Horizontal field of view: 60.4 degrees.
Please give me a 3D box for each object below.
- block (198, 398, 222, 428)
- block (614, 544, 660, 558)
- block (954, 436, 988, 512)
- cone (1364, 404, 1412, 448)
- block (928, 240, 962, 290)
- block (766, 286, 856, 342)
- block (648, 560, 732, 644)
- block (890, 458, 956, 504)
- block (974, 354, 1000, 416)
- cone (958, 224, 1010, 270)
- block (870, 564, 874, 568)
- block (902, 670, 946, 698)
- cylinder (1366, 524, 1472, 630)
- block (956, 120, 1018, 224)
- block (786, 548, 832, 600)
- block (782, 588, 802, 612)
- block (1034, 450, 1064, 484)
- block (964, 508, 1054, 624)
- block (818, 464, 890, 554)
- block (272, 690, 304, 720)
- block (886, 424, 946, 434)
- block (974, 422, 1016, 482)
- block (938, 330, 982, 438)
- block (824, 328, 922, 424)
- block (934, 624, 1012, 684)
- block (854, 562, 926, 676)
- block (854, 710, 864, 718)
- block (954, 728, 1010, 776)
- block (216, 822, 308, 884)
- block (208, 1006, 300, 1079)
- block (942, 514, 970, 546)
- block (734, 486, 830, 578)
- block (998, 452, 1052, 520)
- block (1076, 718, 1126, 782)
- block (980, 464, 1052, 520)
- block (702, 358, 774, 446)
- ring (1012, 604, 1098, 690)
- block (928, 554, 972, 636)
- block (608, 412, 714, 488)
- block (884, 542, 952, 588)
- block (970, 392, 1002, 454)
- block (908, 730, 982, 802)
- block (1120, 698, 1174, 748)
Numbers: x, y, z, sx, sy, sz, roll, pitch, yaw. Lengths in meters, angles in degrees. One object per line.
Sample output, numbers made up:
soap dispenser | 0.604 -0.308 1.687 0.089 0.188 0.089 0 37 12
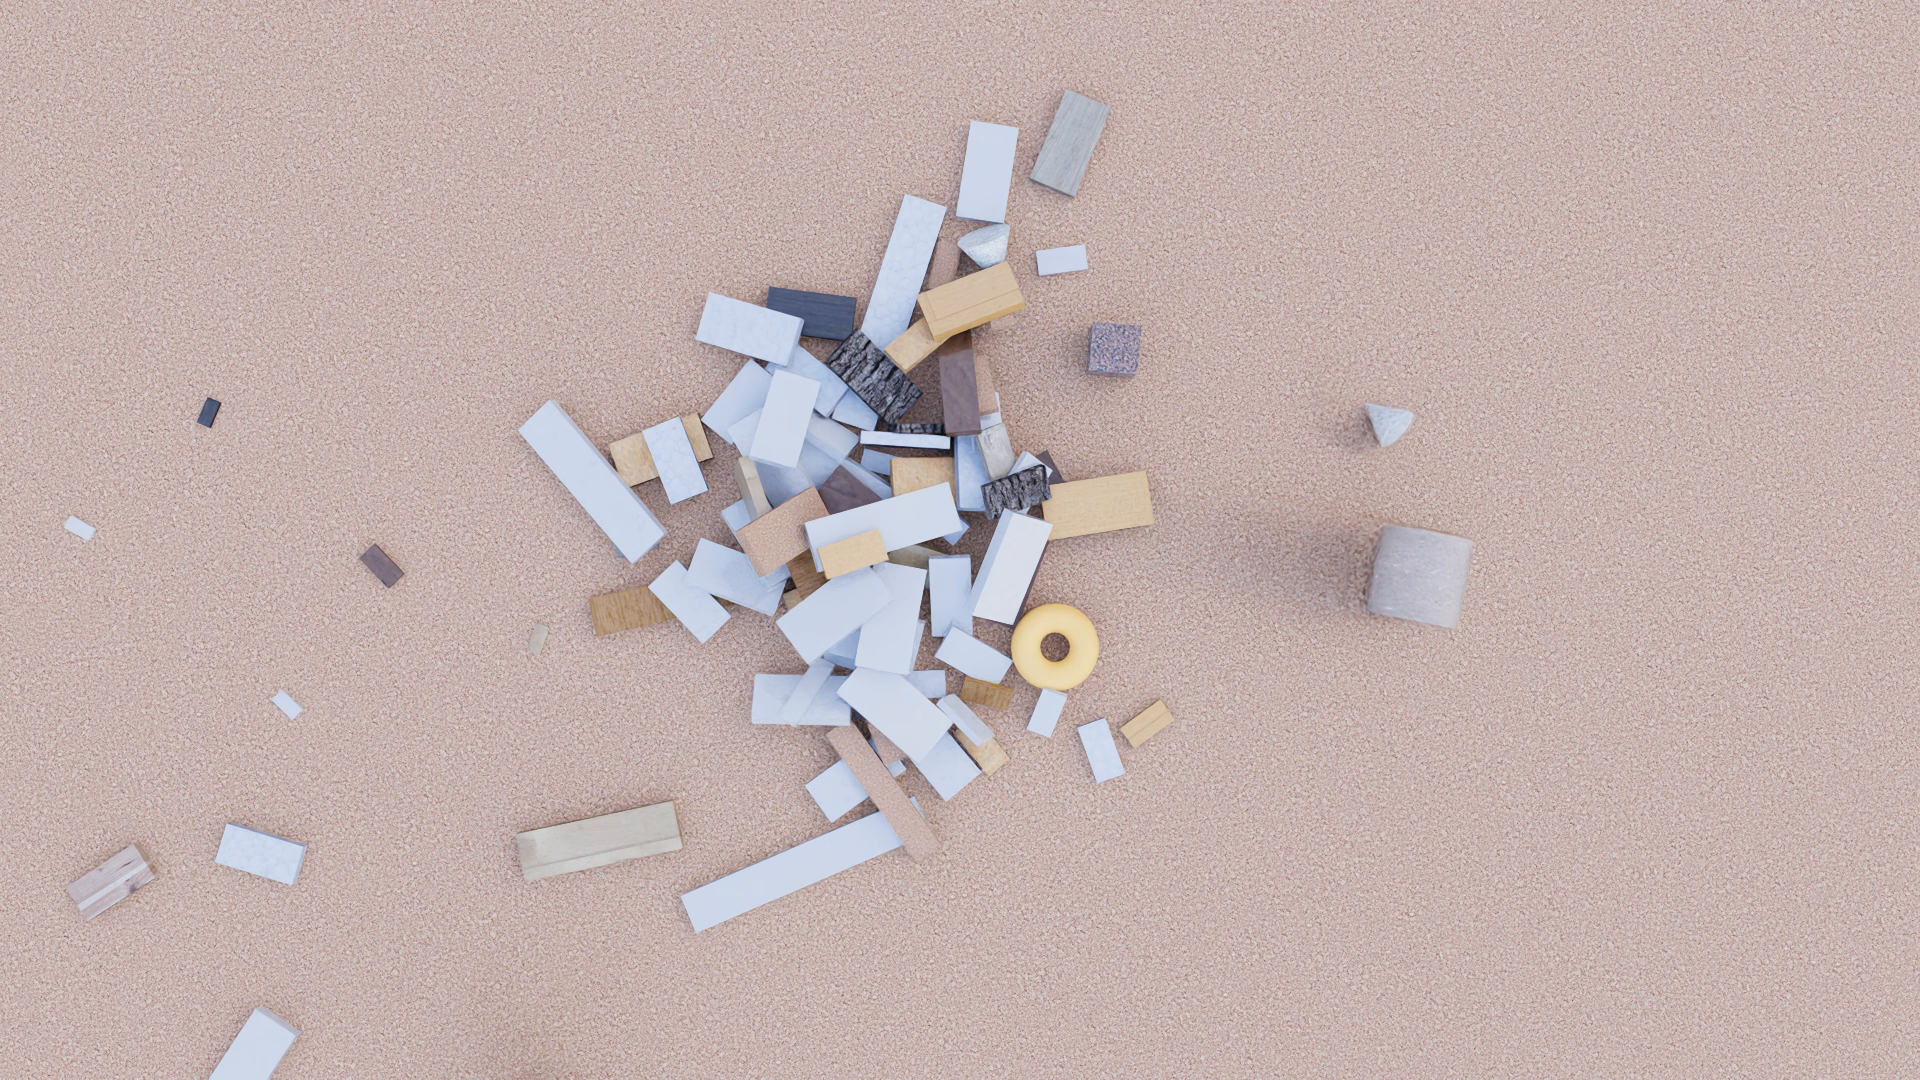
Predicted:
block | -2.501 -0.424 5.493 0.046 0.013 0.092 23 90 0
block | -1.078 0.011 5.490 0.140 0.020 0.070 -14 90 0
block | 0.062 -0.250 5.425 0.154 0.044 0.309 2 77 -17
cone | 1.393 -0.410 5.467 0.147 0.147 0.147 -45 63 0
block | -0.050 -0.906 5.488 0.081 0.023 0.163 14 90 0
block | -0.497 -0.749 5.479 0.290 0.041 0.145 7 90 0
block | -0.890 0.203 5.445 0.130 0.037 0.260 -44 90 0
block | -0.073 -0.192 5.426 0.309 0.044 0.154 -2 78 -14
block | 0.056 -0.504 5.406 0.101 0.029 0.203 -12 68 -3
cone | 0.106 -0.924 5.459 0.182 0.182 0.182 -20 117 0
block | -0.340 0.126 5.457 0.270 0.038 0.135 37 111 -1
block | -0.141 0.481 5.487 0.185 0.026 0.092 -3 90 0
cylinder | 1.491 0.120 5.356 0.288 0.288 0.288 11 90 0
block | 0.091 -1.218 5.477 0.160 0.045 0.320 9 90 0
block | -0.504 0.036 5.401 0.149 0.042 0.299 -24 82 -2
block | -0.534 0.227 5.478 0.068 0.019 0.135 -22 101 0
block | 0.321 -0.171 5.490 0.068 0.019 0.256 -29 90 0
block | 0.158 0.088 5.367 0.179 0.051 0.358 15 100 -39
block | -0.322 -0.089 5.397 0.309 0.044 0.154 40 94 3
block | -2.239 0.548 5.493 0.095 0.014 0.048 44 90 0
block | -0.125 -0.366 5.414 0.207 0.104 0.029 -1 93 -21
block | 0.123 -0.270 5.378 0.101 0.029 0.203 -22 102 -23
block | -0.009 -0.555 5.397 0.115 0.033 0.461 -6 67 0
block | -0.283 -0.532 5.418 0.307 0.043 0.153 44 82 -17
block | 0.045 0.388 5.459 0.233 0.033 0.117 30 95 -10
block | -0.226 0.254 5.371 0.174 0.049 0.348 11 81 -3
block | -0.301 0.501 5.479 0.092 0.026 0.185 4 94 -2
block | 0.073 0.683 5.487 0.092 0.026 0.184 -39 90 0
block | -2.321 1.041 5.481 0.266 0.038 0.133 17 90 0
block | -2.352 1.729 5.477 0.160 0.045 0.320 34 90 0
block | -0.059 -0.071 5.463 0.176 0.025 0.088 40 109 0
block | -0.553 -0.029 5.267 0.328 0.046 0.164 -35 101 -40
block | 0.195 -0.162 5.388 0.115 0.033 0.230 35 83 -29
block | 0.469 0.699 5.486 0.098 0.028 0.196 -20 90 0
block | 0.183 -0.155 5.346 0.230 0.033 0.115 -21 110 -23
block | -0.725 -0.458 5.481 0.131 0.037 0.263 39 90 0
ring | 0.314 0.354 5.452 0.292 0.097 0.292 0 89 1
block | -0.030 0.184 5.440 0.135 0.038 0.270 -2 108 0
block | -0.991 -0.295 5.478 0.312 0.044 0.156 -20 90 0
block | -0.177 0.066 5.459 0.270 0.038 0.135 17 110 0
block | 0.083 -0.385 5.423 0.101 0.029 0.203 -1 77 -18
block | -0.085 0.701 5.478 0.152 0.043 0.304 -40 90 0
block | 0.622 0.611 5.488 0.165 0.023 0.082 -36 90 0
